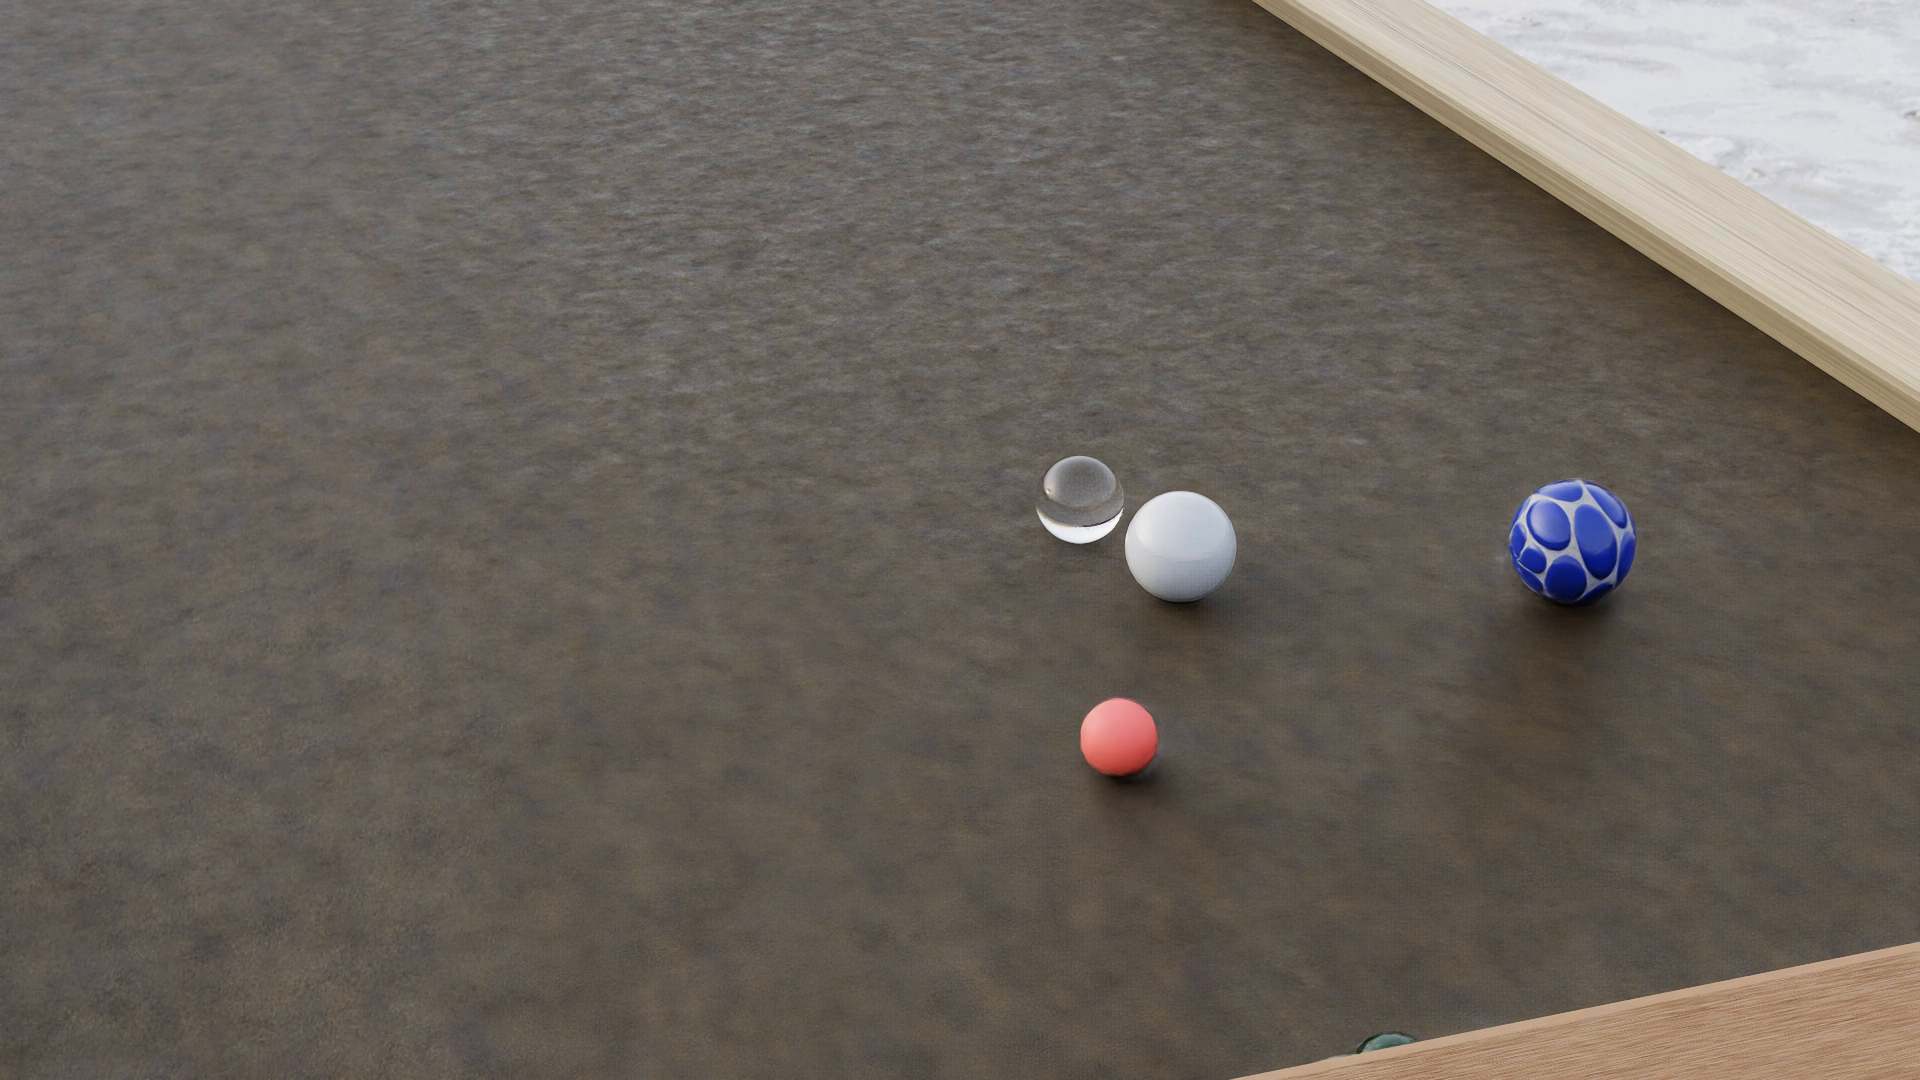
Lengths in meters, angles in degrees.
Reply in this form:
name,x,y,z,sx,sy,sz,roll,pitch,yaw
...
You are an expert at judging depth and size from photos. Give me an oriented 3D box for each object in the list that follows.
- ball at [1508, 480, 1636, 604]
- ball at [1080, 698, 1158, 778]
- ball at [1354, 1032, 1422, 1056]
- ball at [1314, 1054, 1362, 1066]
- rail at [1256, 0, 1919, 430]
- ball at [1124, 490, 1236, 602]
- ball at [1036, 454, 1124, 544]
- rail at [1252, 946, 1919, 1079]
name,x,y,z,sx,sy,sz,roll,pitch,yaw
ball,0.413,0.002,1.986,0.084,0.084,0.084,0,26,0
ball,0.096,0.120,1.783,0.047,0.047,0.047,0,26,0
ball,0.217,0.269,1.481,0.041,0.041,0.041,0,26,0
ball,0.190,0.281,1.438,0.057,0.057,0.057,0,26,0
rail,0.492,-0.428,2.848,0.045,0.109,2.940,-8,27,-16
ball,0.149,0.005,1.990,0.076,0.076,0.076,0,26,0
ball,0.084,-0.029,2.074,0.063,0.063,0.063,0,26,0
rail,0.220,0.270,1.398,1.560,0.109,0.045,-8,27,-16
